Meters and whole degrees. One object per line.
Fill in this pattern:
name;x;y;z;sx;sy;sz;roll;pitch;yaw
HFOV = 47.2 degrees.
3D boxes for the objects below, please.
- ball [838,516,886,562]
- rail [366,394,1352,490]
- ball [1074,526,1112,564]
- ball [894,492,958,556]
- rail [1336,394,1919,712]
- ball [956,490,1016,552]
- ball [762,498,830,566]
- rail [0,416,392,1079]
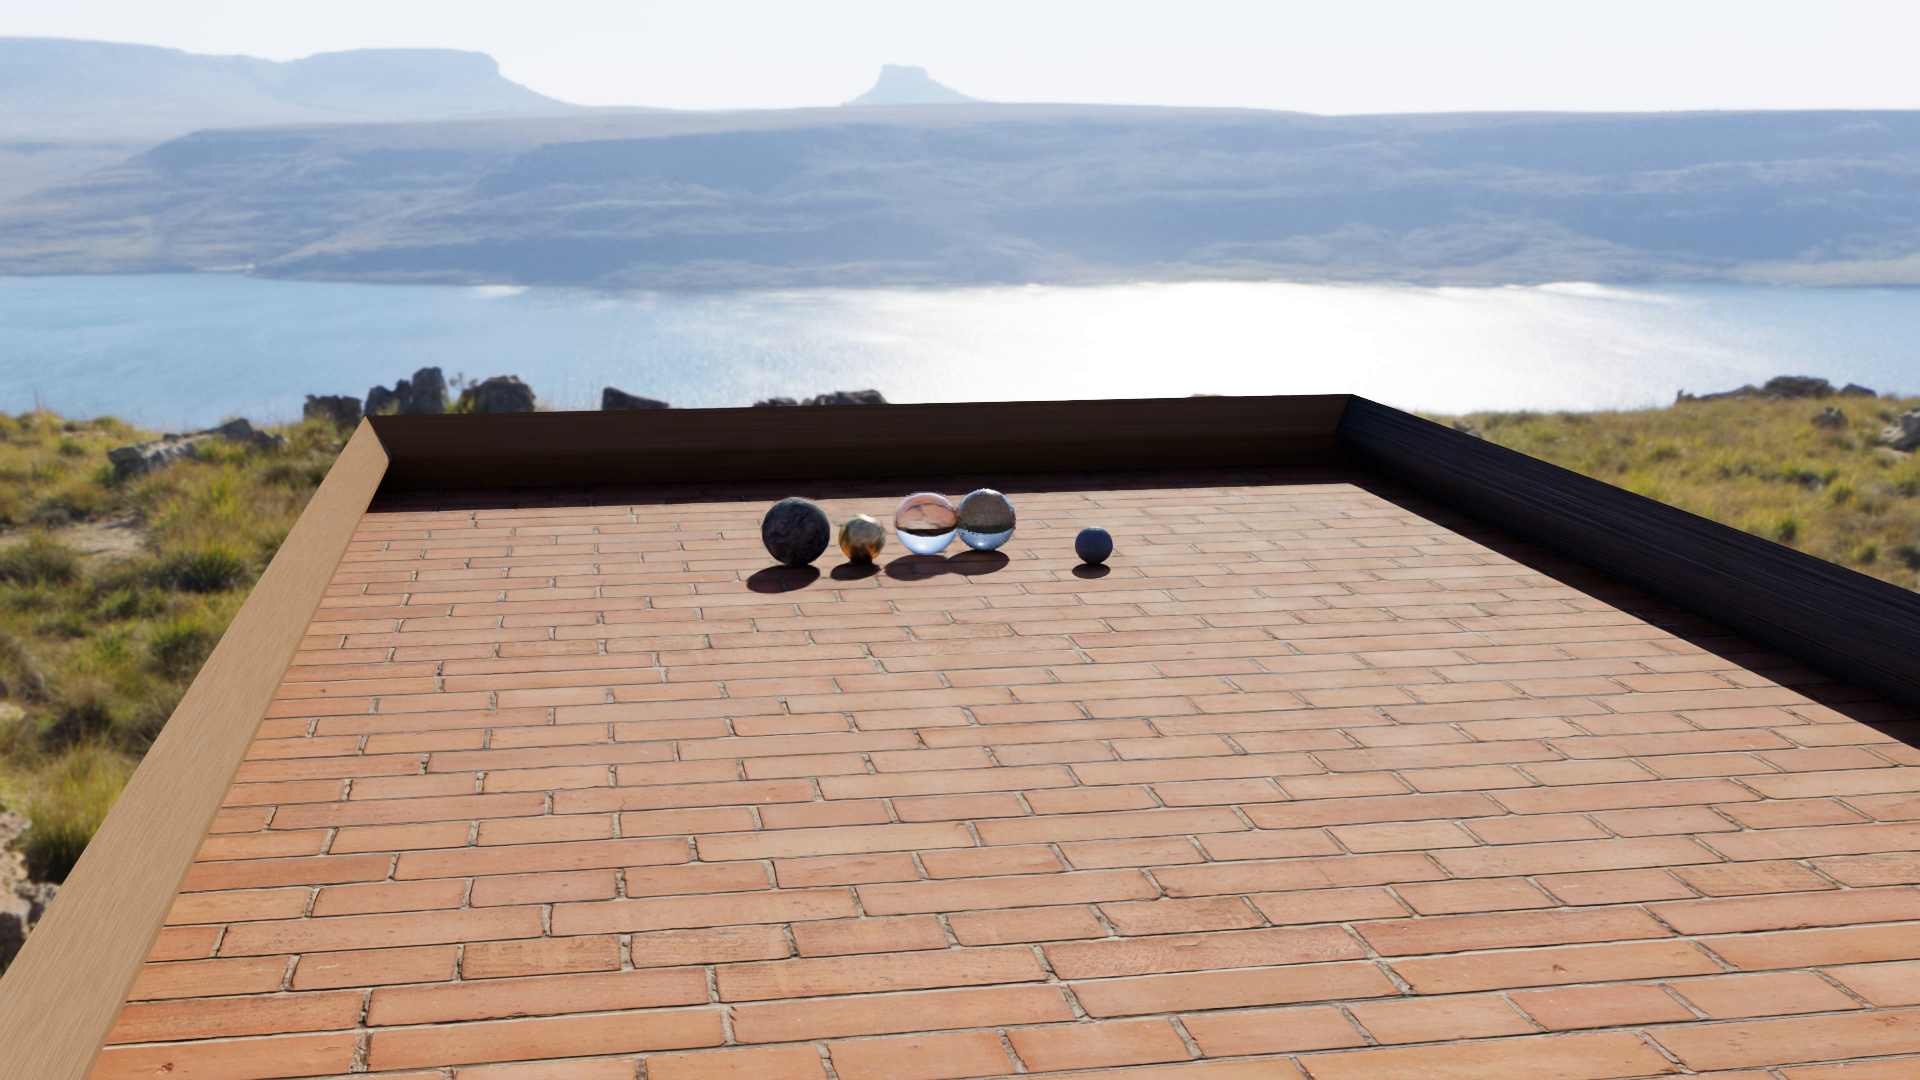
ball;-0.140;-0.002;3.146;0.067;0.067;0.067;0;11;0
rail;-0.142;-0.173;3.870;1.758;0.126;0.045;-2;11;-10
ball;0.191;0.007;3.135;0.054;0.054;0.054;0;11;0
ball;-0.049;-0.023;3.194;0.092;0.092;0.092;0;11;0
rail;0.988;0.105;2.435;0.045;0.126;3.321;-2;11;-10
ball;0.037;-0.029;3.225;0.091;0.091;0.091;0;11;0
ball;-0.233;-0.012;3.121;0.097;0.097;0.097;0;11;0
rail;-0.696;0.162;2.141;0.045;0.126;3.321;-2;11;-10
